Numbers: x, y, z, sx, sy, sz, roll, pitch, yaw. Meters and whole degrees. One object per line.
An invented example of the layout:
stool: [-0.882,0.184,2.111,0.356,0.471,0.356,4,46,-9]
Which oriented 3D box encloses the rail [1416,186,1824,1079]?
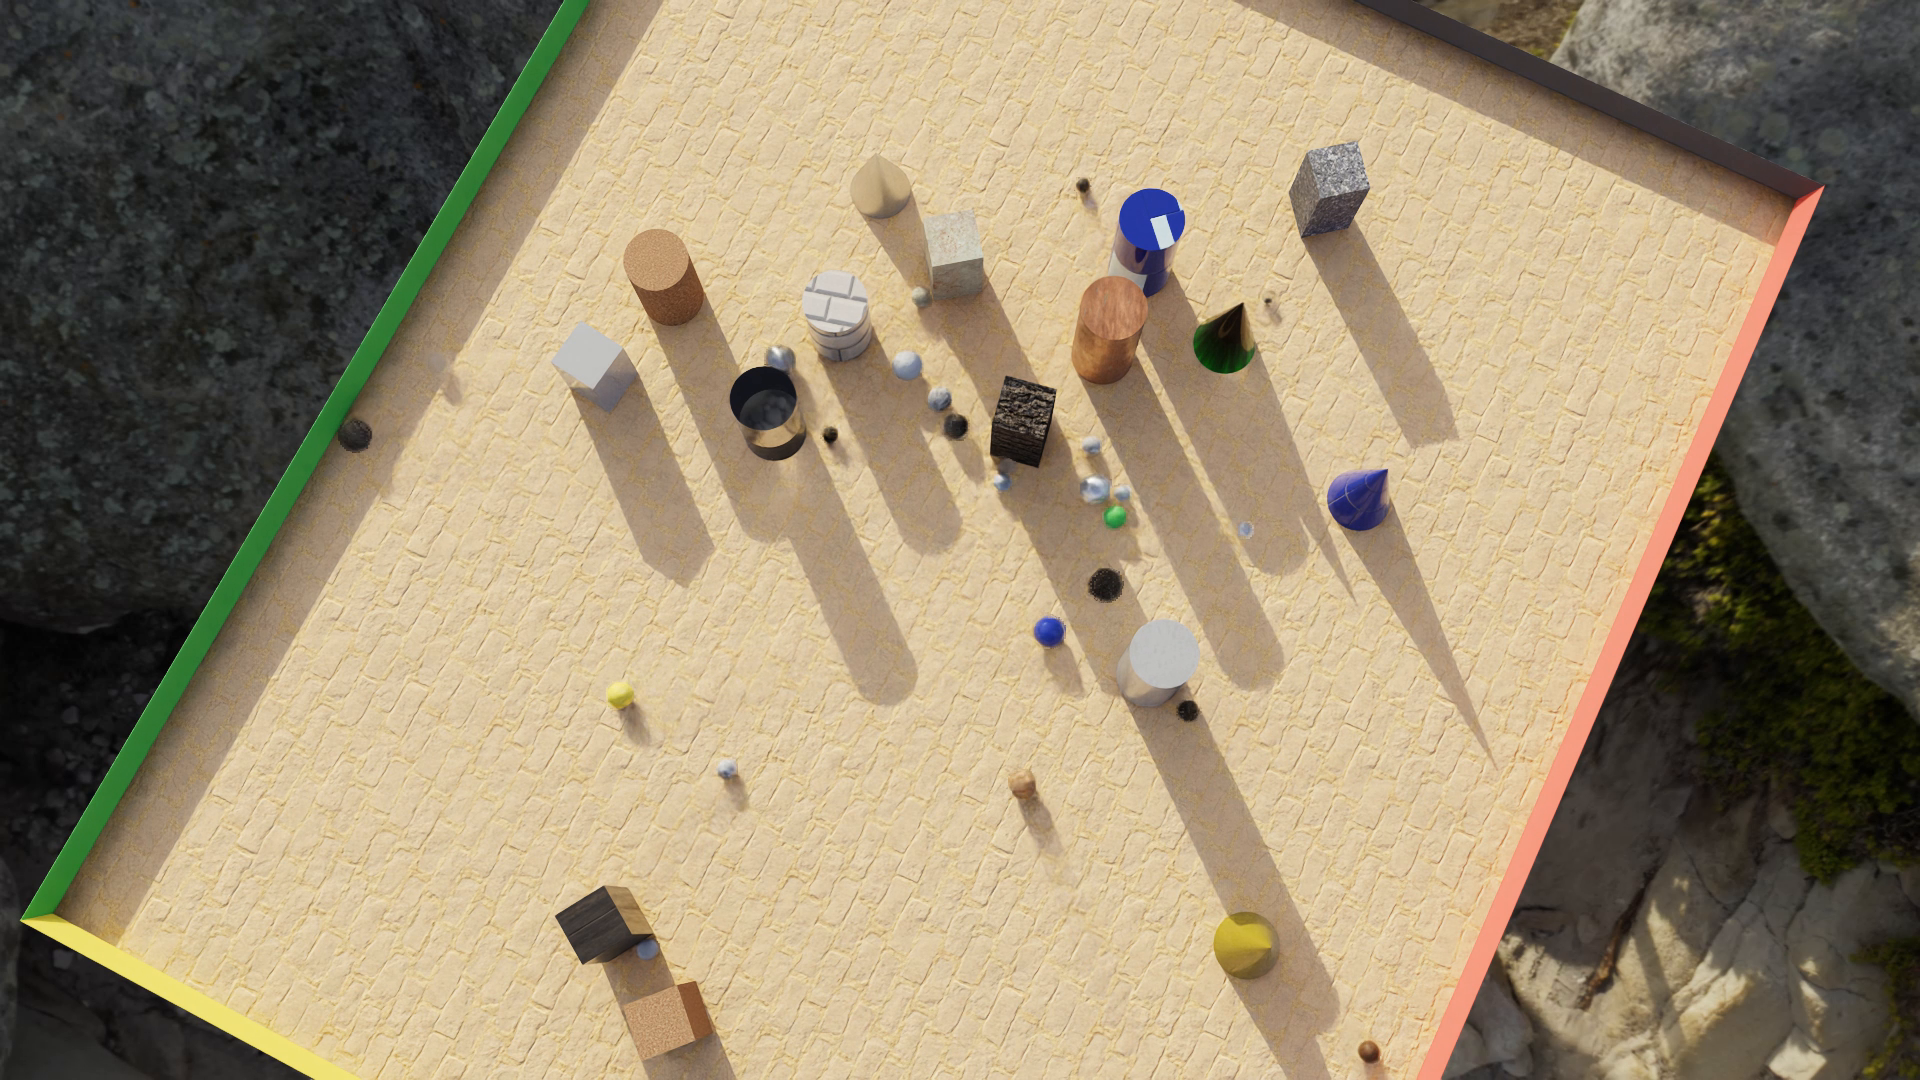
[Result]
rail: [1.689,0.834,5.378,0.045,0.127,4.422,26,80,5]

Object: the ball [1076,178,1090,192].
ball: [0.391,-1.128,5.827,0.044,0.044,0.044,0,78,0]

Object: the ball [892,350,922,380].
ball: [-0.165,-0.540,5.681,0.092,0.092,0.092,0,78,0]

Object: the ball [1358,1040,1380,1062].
ball: [1.178,1.473,5.281,0.060,0.060,0.060,0,78,0]

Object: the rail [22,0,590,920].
rail: [-1.689,-0.820,5.721,0.045,0.127,4.422,26,80,5]

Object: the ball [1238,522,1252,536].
ball: [0.869,-0.032,5.601,0.044,0.044,0.044,0,78,0]

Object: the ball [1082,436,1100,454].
ball: [0.404,-0.292,5.647,0.058,0.058,0.058,0,78,0]

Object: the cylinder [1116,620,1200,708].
cylinder: [0.568,0.362,5.309,0.195,0.455,0.195,0,78,0]

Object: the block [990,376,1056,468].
block: [0.188,-0.352,5.511,0.156,0.349,0.156,15,79,3]

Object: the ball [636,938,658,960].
ball: [-0.911,1.193,5.337,0.063,0.063,0.063,0,78,0]

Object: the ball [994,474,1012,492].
ball: [0.130,-0.177,5.625,0.055,0.055,0.055,0,78,0]

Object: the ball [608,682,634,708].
ball: [-1.015,0.464,5.480,0.078,0.078,0.078,0,78,0]

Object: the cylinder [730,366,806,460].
cylinder: [-0.573,-0.376,5.511,0.195,0.360,0.195,0,78,0]

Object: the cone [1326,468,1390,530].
cone: [1.227,-0.164,5.446,0.195,0.399,0.195,0,78,0]

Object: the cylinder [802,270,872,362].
cylinder: [-0.373,-0.683,5.608,0.195,0.293,0.195,0,78,0]

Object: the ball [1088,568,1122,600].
ball: [0.438,0.133,5.539,0.097,0.097,0.097,0,78,0]

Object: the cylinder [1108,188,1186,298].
cylinder: [0.565,-0.899,5.588,0.195,0.420,0.195,0,78,0]

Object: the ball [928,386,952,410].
ball: [-0.061,-0.438,5.669,0.074,0.074,0.074,0,78,0]

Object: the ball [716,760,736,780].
ball: [-0.694,0.681,5.445,0.060,0.060,0.060,0,78,0]

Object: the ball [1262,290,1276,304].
ball: [0.970,-0.762,5.752,0.043,0.043,0.043,0,78,0]

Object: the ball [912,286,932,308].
ball: [-0.121,-0.762,5.741,0.064,0.064,0.064,0,78,0]

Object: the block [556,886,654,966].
block: [-1.004,1.092,5.199,0.156,0.375,0.156,-31,80,-6]

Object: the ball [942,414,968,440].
ball: [-0.013,-0.351,5.648,0.080,0.080,0.080,0,78,0]

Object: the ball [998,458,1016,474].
ball: [0.145,-0.228,5.637,0.052,0.052,0.052,0,78,0]

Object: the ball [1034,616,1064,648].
ball: [0.267,0.277,5.513,0.091,0.091,0.091,0,78,0]

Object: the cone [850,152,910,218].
cone: [-0.254,-1.146,5.703,0.195,0.295,0.195,0,78,0]

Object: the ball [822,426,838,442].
ball: [-0.400,-0.326,5.658,0.051,0.051,0.051,0,78,0]

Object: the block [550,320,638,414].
block: [-1.112,-0.526,5.591,0.156,0.263,0.156,33,80,6]

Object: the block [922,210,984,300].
block: [-0.021,-0.874,5.639,0.156,0.310,0.156,-11,79,-2]

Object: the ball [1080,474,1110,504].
ball: [0.413,-0.156,5.600,0.095,0.095,0.095,0,78,0]

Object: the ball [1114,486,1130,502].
ball: [0.496,-0.144,5.622,0.048,0.048,0.048,0,78,0]

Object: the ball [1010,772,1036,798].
ball: [0.187,0.725,5.425,0.081,0.081,0.081,0,78,0]

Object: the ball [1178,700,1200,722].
ball: [0.683,0.509,5.479,0.064,0.064,0.064,0,78,0]

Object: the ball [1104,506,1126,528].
ball: [0.475,-0.071,5.596,0.069,0.069,0.069,0,78,0]

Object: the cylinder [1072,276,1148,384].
cylinder: [0.445,-0.625,5.515,0.195,0.452,0.195,0,78,0]

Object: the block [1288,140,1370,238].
block: [1.140,-1.082,5.674,0.156,0.327,0.156,-12,79,-2]

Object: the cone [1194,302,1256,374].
cone: [0.828,-0.655,5.548,0.195,0.401,0.195,0,78,0]

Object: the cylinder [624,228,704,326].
cylinder: [-0.905,-0.801,5.614,0.195,0.330,0.195,0,78,0]

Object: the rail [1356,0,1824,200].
rail: [0.978,-1.909,5.946,3.824,0.127,0.045,26,80,5]

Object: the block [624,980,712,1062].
block: [-0.818,1.348,5.154,0.156,0.359,0.156,-20,79,-4]

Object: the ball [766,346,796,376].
ball: [-0.555,-0.555,5.682,0.097,0.097,0.097,0,78,0]

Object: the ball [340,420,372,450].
ball: [-1.857,-0.323,5.635,0.094,0.094,0.094,0,78,0]

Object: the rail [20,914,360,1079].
rail: [-0.978,1.923,5.153,3.824,0.127,0.045,26,80,5]

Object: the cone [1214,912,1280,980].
cone: [0.840,1.145,5.160,0.195,0.429,0.195,0,78,0]

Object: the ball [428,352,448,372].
ball: [-1.625,-0.551,5.700,0.061,0.061,0.061,0,78,0]
